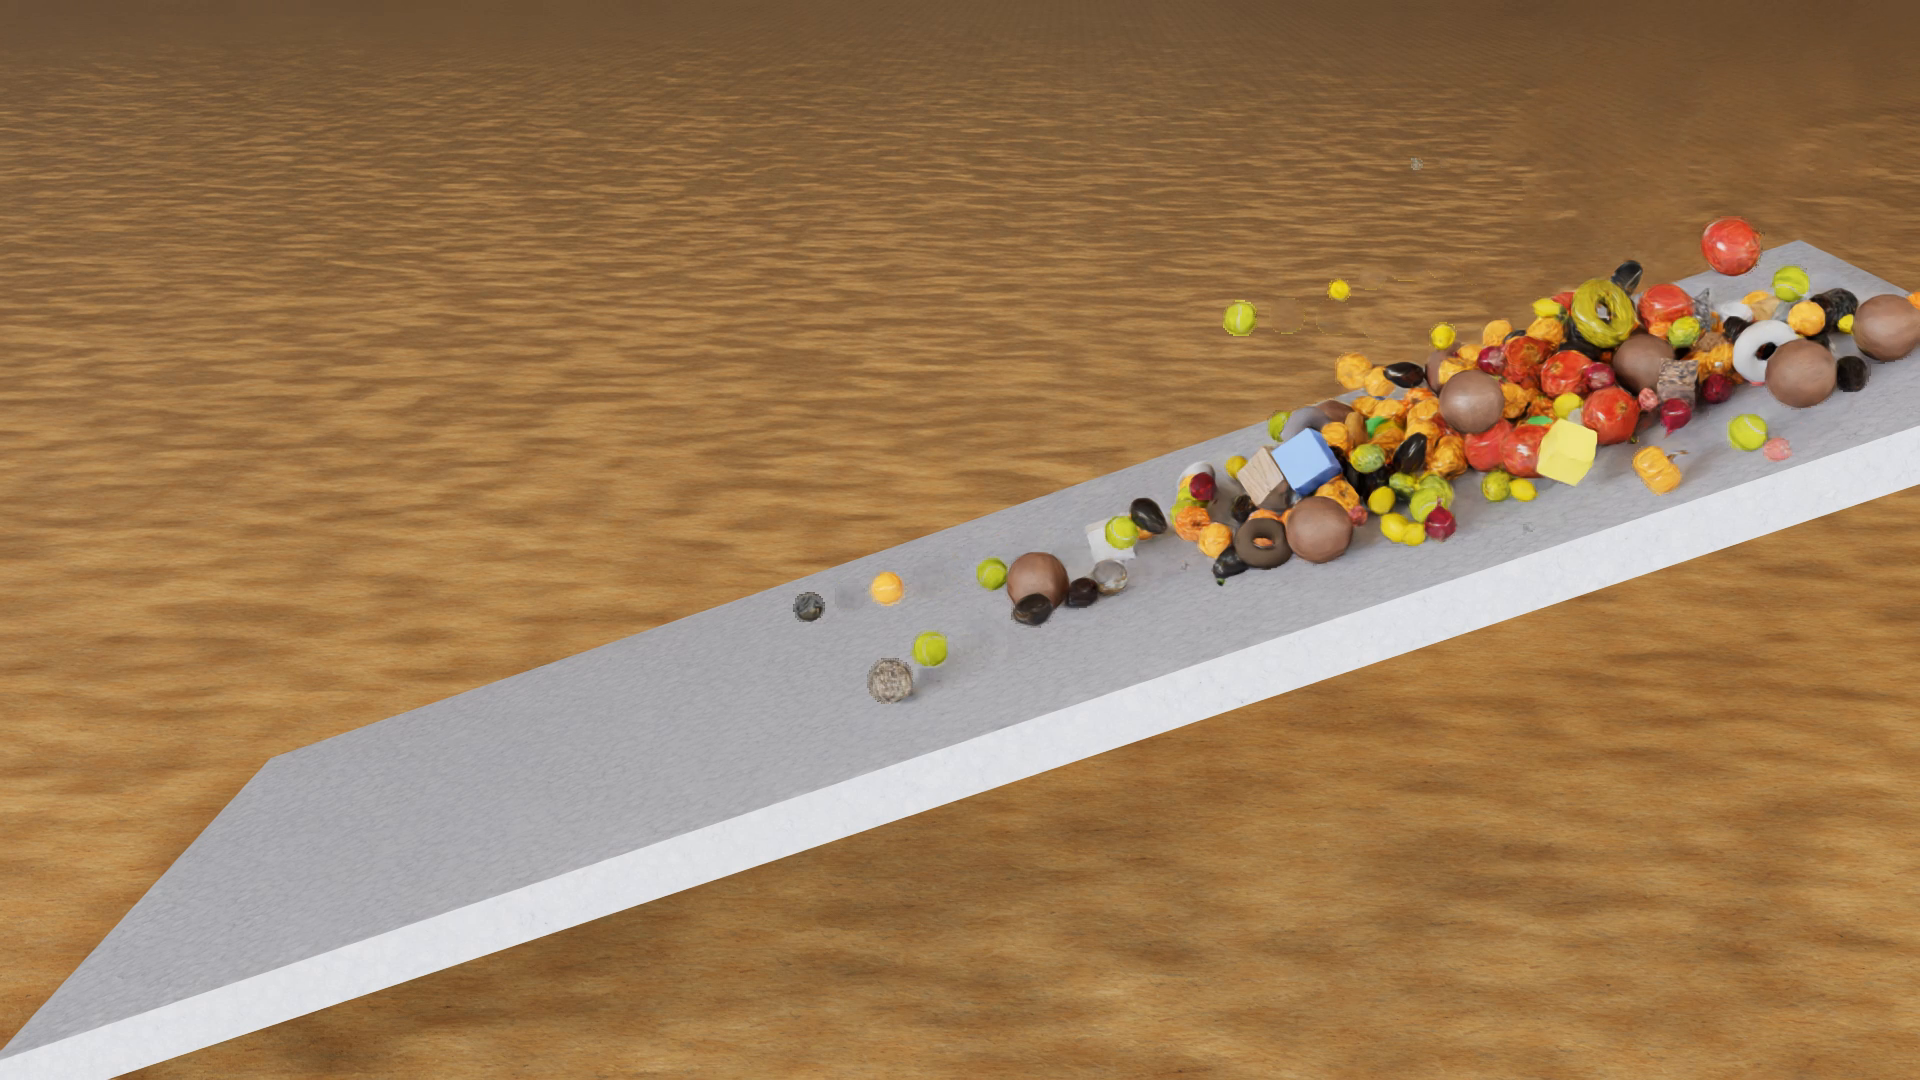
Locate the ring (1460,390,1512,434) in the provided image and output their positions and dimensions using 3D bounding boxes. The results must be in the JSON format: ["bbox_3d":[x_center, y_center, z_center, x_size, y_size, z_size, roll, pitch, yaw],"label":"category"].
[{"bbox_3d":[1.102,-0.262,6.163,0.117,0.117,0.039,-8,-25,-32],"label":"ring"}]

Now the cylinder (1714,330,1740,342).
[{"bbox_3d":[1.593,-0.403,6.111,0.057,0.057,0.057,19,22,41],"label":"cylinder"}]

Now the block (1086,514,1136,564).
[{"bbox_3d":[0.323,0.002,6.304,0.083,0.083,0.083,-19,11,6],"label":"block"}]

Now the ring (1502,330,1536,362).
[{"bbox_3d":[1.234,-0.420,6.476,0.086,0.086,0.029,7,21,30],"label":"ring"}]

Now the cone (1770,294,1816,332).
[{"bbox_3d":[1.689,-0.439,5.929,0.088,0.088,0.088,25,15,3],"label":"cone"}]

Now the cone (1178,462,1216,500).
[{"bbox_3d":[0.547,-0.111,6.569,0.092,0.092,0.092,-5,33,-21],"label":"cone"}]

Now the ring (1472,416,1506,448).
[{"bbox_3d":[1.094,-0.223,6.084,0.080,0.080,0.027,-5,39,-22],"label":"ring"}]

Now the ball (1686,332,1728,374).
[{"bbox_3d":[1.536,-0.385,6.045,0.088,0.088,0.088,0,12,0],"label":"ball"}]

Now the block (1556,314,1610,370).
[{"bbox_3d":[1.304,-0.414,6.127,0.090,0.090,0.090,14,-6,2],"label":"block"}]

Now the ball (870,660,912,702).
[{"bbox_3d":[-0.136,0.277,5.775,0.084,0.084,0.084,0,12,0],"label":"ball"}]

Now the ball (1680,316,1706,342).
[{"bbox_3d":[1.485,-0.427,5.957,0.050,0.050,0.050,0,12,0],"label":"ball"}]

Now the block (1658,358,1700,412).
[{"bbox_3d":[1.409,-0.304,5.769,0.071,0.071,0.071,4,53,18],"label":"block"}]

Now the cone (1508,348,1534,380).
[{"bbox_3d":[1.227,-0.367,6.371,0.066,0.066,0.066,-16,41,15],"label":"cone"}]

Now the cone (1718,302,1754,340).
[{"bbox_3d":[1.595,-0.439,6.059,0.072,0.072,0.072,4,50,17],"label":"cone"}]

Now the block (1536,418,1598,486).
[{"bbox_3d":[1.124,-0.162,5.443,0.077,0.077,0.077,19,-32,-5],"label":"block"}]

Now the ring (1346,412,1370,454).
[{"bbox_3d":[0.842,-0.226,6.226,0.031,0.094,0.094,-15,7,19],"label":"ring"}]

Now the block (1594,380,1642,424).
[{"bbox_3d":[1.314,-0.275,5.872,0.058,0.058,0.058,38,11,27],"label":"block"}]

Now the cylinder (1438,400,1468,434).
[{"bbox_3d":[1.069,-0.266,6.367,0.055,0.055,0.055,-19,11,4],"label":"cylinder"}]

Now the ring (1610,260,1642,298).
[{"bbox_3d":[1.425,-0.551,6.318,0.037,0.111,0.111,36,28,24],"label":"ring"}]

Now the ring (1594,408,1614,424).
[{"bbox_3d":[1.300,-0.251,5.964,0.076,0.025,0.076,-25,12,6],"label":"ring"}]

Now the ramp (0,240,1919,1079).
[{"bbox_3d":[0.111,0.179,6.301,4.000,0.100,2.000,-19,11,6],"label":"ramp"}]

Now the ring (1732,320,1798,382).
[{"bbox_3d":[1.560,-0.365,5.693,0.132,0.132,0.044,-2,31,-8],"label":"ring"}]

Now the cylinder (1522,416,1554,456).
[{"bbox_3d":[1.157,-0.209,5.879,0.057,0.057,0.057,2,43,-1],"label":"cylinder"}]

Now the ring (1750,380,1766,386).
[{"bbox_3d":[1.596,-0.334,5.804,0.083,0.028,0.083,-37,1,1],"label":"ring"}]

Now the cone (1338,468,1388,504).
[{"bbox_3d":[0.840,-0.125,6.051,0.092,0.092,0.092,-24,16,-6],"label":"cone"}]

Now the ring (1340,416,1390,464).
[{"bbox_3d":[0.878,-0.216,6.370,0.043,0.128,0.128,50,35,18],"label":"ring"}]

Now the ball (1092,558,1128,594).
[{"bbox_3d":[0.305,0.075,6.008,0.074,0.074,0.074,0,12,0],"label":"ball"}]

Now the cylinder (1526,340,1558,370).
[{"bbox_3d":[1.244,-0.397,6.295,0.064,0.064,0.064,0,12,8],"label":"cylinder"}]

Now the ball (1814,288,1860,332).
[{"bbox_3d":[1.790,-0.469,5.999,0.090,0.090,0.090,0,12,0],"label":"ball"}]

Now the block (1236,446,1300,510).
[{"bbox_3d":[0.651,-0.128,6.100,0.090,0.090,0.090,6,44,-44],"label":"block"}]

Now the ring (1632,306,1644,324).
[{"bbox_3d":[1.511,-0.518,6.675,0.087,0.029,0.087,23,16,-7],"label":"ring"}]

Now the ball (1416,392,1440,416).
[{"bbox_3d":[1.051,-0.306,6.597,0.054,0.054,0.054,0,12,0],"label":"ball"}]

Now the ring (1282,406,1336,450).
[{"bbox_3d":[0.753,-0.222,6.354,0.133,0.133,0.044,-7,8,-30],"label":"ring"}]

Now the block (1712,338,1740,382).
[{"bbox_3d":[1.564,-0.367,5.931,0.058,0.058,0.058,-32,6,41],"label":"block"}]

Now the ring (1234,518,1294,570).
[{"bbox_3d":[0.597,0.006,5.775,0.120,0.040,0.120,1,52,-1],"label":"ring"}]

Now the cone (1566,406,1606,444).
[{"bbox_3d":[1.233,-0.214,5.855,0.082,0.082,0.082,-2,-14,-8],"label":"cone"}]

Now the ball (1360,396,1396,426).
[{"bbox_3d":[0.940,-0.284,6.619,0.079,0.079,0.079,0,12,0],"label":"ball"}]

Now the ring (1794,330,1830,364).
[{"bbox_3d":[1.682,-0.387,5.914,0.133,0.044,0.133,-18,11,4],"label":"ring"}]

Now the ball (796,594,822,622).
[{"bbox_3d":[-0.347,0.157,6.780,0.062,0.062,0.062,0,12,0],"label":"ball"}]

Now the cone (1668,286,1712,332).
[{"bbox_3d":[1.533,-0.483,6.096,0.097,0.097,0.097,17,25,-8],"label":"cone"}]

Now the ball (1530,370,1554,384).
[{"bbox_3d":[1.280,-0.373,6.502,0.061,0.061,0.061,0,12,0],"label":"ball"}]

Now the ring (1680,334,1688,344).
[{"bbox_3d":[1.551,-0.459,6.213,0.033,0.098,0.098,23,23,30],"label":"ring"}]

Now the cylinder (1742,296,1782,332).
[{"bbox_3d":[1.688,-0.465,6.160,0.079,0.079,0.079,-21,23,-40],"label":"cylinder"}]

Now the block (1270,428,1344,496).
[{"bbox_3d":[0.697,-0.157,5.896,0.091,0.091,0.091,-34,-17,17],"label":"block"}]
